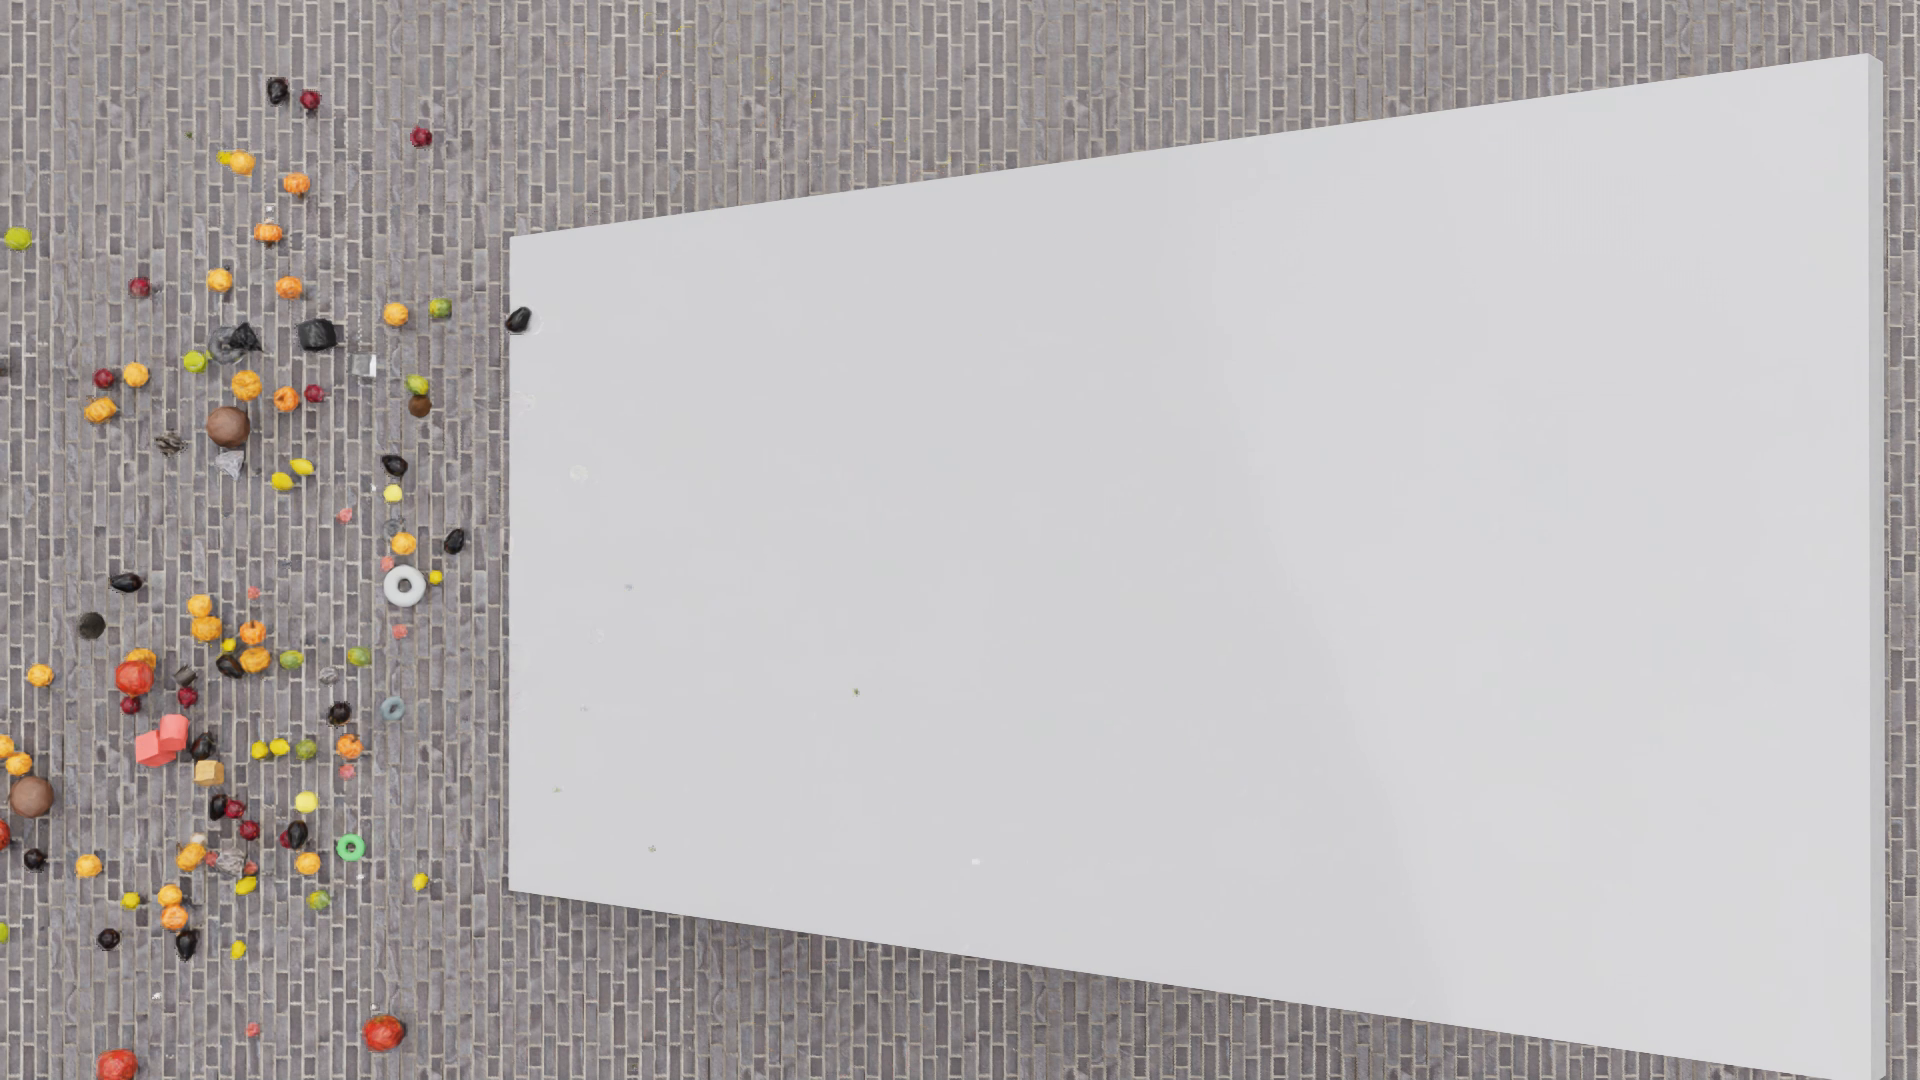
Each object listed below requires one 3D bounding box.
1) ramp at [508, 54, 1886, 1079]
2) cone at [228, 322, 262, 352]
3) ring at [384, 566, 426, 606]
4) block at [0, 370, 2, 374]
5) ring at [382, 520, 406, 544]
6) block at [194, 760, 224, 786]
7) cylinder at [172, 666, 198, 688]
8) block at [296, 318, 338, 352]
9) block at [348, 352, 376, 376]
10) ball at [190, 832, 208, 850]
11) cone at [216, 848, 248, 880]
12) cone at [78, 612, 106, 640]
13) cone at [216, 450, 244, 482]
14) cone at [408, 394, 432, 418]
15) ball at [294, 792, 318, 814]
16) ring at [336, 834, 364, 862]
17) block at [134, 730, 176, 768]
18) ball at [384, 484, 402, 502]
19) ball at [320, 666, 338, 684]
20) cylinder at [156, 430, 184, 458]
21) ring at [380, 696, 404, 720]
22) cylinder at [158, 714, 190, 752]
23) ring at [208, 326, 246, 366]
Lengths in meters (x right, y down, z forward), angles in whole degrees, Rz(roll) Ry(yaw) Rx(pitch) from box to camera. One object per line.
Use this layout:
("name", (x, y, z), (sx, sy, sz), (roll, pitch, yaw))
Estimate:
("ramp", (0.222, 0.063, 5.538), (4.000, 0.100, 2.000), (0, 90, 38))
("cone", (-2.178, -0.605, 6.756), (0.094, 0.094, 0.094), (-49, 129, 0))
("ring", (-1.716, 0.142, 6.793), (0.130, 0.043, 0.130), (0, 89, 1))
("block", (-3.013, -0.533, 6.731), (0.095, 0.095, 0.095), (-25, 85, 42))
("ring", (-1.753, -0.027, 6.803), (0.076, 0.025, 0.076), (0, 91, 1))
("block", (-2.308, 0.717, 6.766), (0.060, 0.060, 0.060), (-5, 66, 9))
("cylinder", (-2.379, 0.420, 6.749), (0.052, 0.052, 0.052), (46, 63, 0))
("block", (-1.974, -0.629, 6.751), (0.077, 0.077, 0.077), (-15, 84, 16))
("block", (-1.844, -0.542, 6.786), (0.064, 0.064, 0.064), (2, 90, 1))
("ball", (-2.347, 0.928, 6.781), (0.056, 0.056, 0.056), (0, 90, 0))
("cone", (-2.207, 1.005, 6.708), (0.096, 0.096, 0.096), (-46, 49, 0))
("cone", (-2.691, 0.265, 6.770), (0.085, 0.085, 0.085), (0, 90, 0))
("cone", (-2.244, -0.219, 6.796), (0.088, 0.088, 0.088), (-9, 116, 0))
("cone", (-1.675, -0.416, 6.781), (0.072, 0.072, 0.072), (0, 90, 0))
("ball", (-2.014, 0.808, 6.776), (0.067, 0.067, 0.067), (0, 90, 0))
("ring", (-1.882, 0.950, 6.794), (0.087, 0.029, 0.087), (0, 90, -1))
("block", (-2.470, 0.640, 6.750), (0.080, 0.080, 0.080), (-21, 65, 14))
("ball", (-1.749, -0.143, 6.788), (0.055, 0.055, 0.055), (0, 90, 0))
("ball", (-1.948, 0.416, 6.785), (0.054, 0.054, 0.054), (0, 90, 0))
("cylinder", (-2.431, -0.297, 6.768), (0.062, 0.062, 0.062), (-35, 98, 0))
("ring", (-1.749, 0.520, 6.779), (0.080, 0.027, 0.080), (-18, 118, -36))
("cylinder", (-2.403, 0.590, 6.721), (0.082, 0.082, 0.082), (-7, 54, 0))
("ring", (-2.266, -0.601, 6.797), (0.123, 0.041, 0.123), (0, 92, 6))
